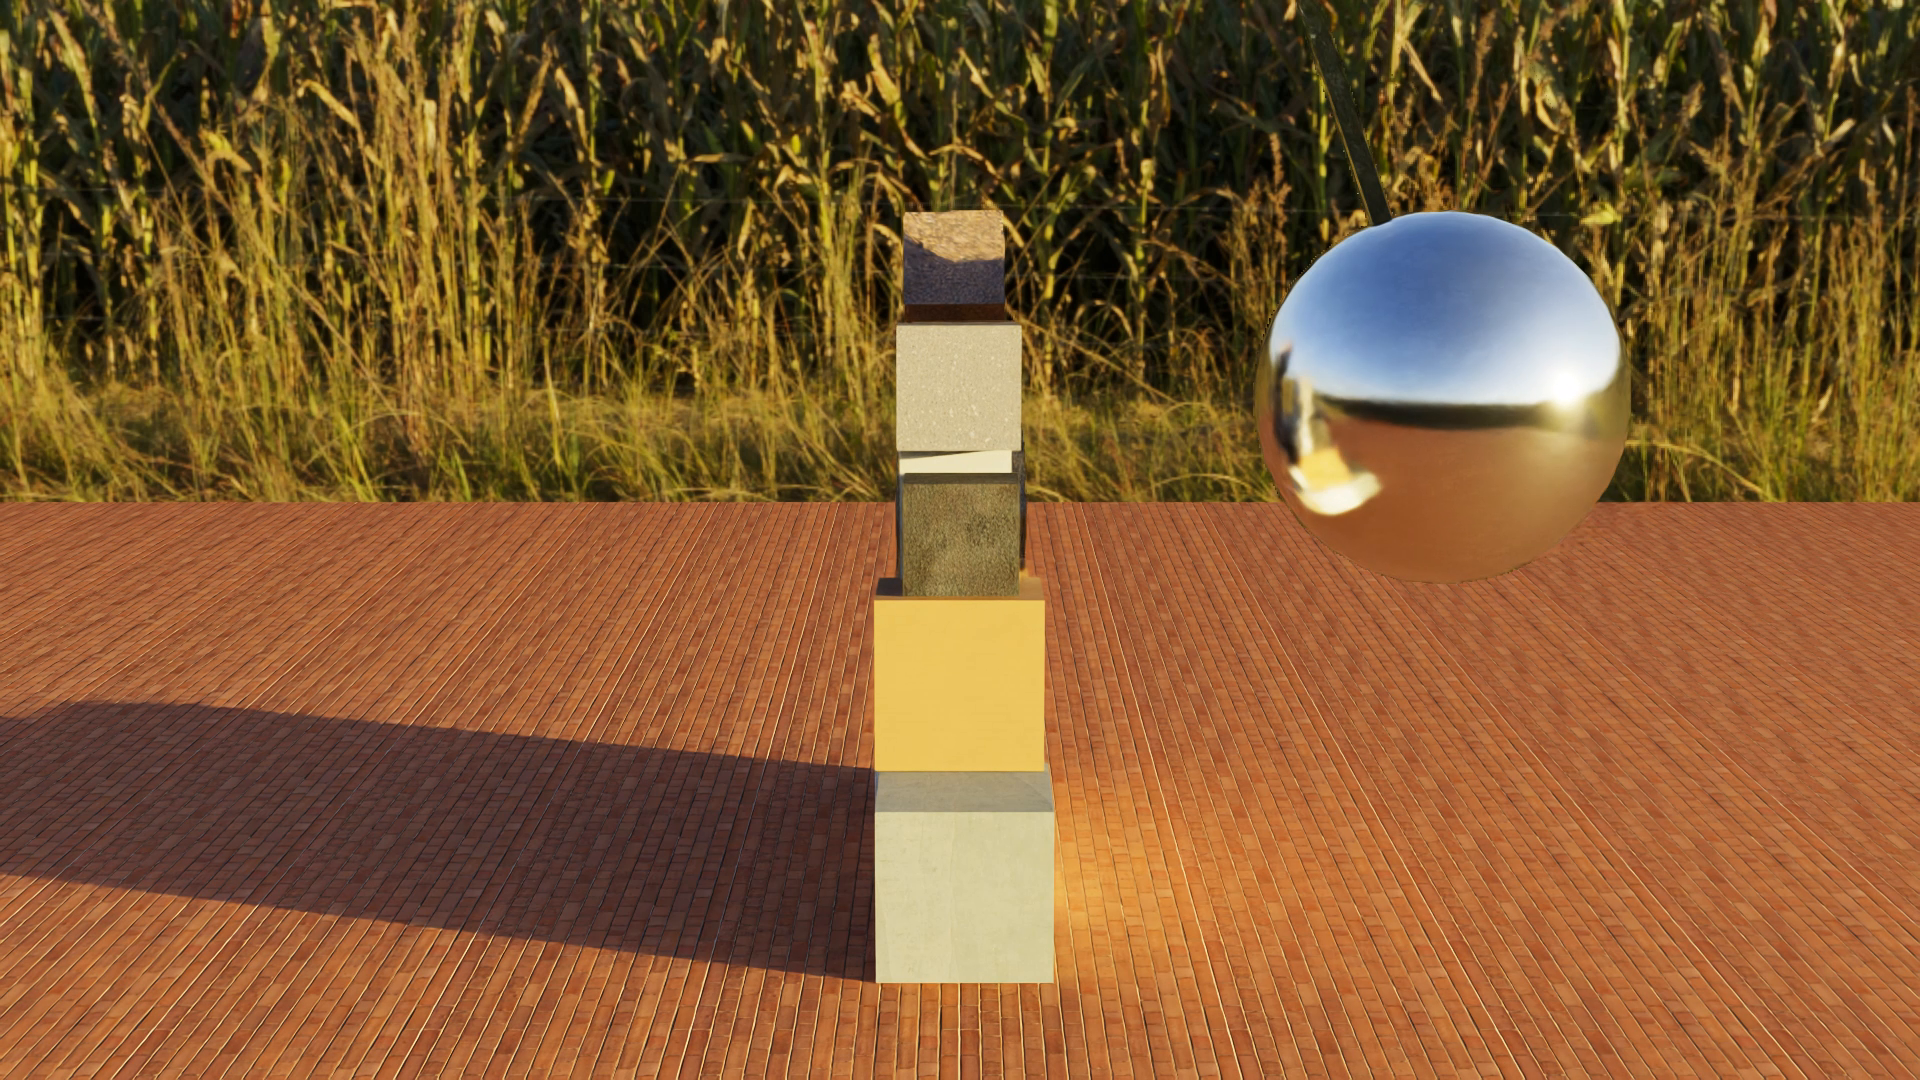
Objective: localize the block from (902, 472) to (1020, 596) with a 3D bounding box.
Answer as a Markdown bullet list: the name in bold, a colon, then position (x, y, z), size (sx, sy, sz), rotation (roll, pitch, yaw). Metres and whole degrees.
- **block**: position (0.004, -0.027, 10.673), size (0.476, 0.463, 0.436), rotation (0, 8, 0)

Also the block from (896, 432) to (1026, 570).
- **block**: position (0.003, -0.103, 11.912), size (0.588, 0.558, 0.581), rotation (0, 42, 0)

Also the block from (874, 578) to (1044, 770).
- **block**: position (-0.002, 0.552, 10.744), size (0.690, 0.704, 0.631), rotation (0, 8, 0)

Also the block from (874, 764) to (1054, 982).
- **block**: position (0.018, 1.328, 10.328), size (0.694, 0.692, 0.717), rotation (0, 10, 0)

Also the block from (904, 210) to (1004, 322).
- **block**: position (-0.024, -1.230, 11.898), size (0.457, 0.445, 0.475), rotation (-1, -14, 1)

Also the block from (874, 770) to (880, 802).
- **block**: position (-0.002, 1.208, 11.052), size (0.702, 0.669, 0.731), rotation (0, 10, 0)

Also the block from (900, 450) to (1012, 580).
- **block**: position (-0.018, -0.136, 11.144), size (0.474, 0.563, 0.484), rotation (0, 6, 0)

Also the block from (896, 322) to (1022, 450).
- **block**: position (-0.006, -0.657, 10.912), size (0.519, 0.521, 0.473), rotation (0, 6, -1)

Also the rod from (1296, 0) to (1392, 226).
- **rod**: position (0.899, -3.753, 10.498), size (0.080, 5.200, 0.080), rotation (-20, 10, 4)

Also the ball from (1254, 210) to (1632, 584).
- **ball**: position (2.074, -0.614, 11.069), size (1.600, 1.600, 1.600), rotation (0, 10, 0)

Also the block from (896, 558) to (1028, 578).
- **block**: position (0.010, 0.451, 11.374), size (0.576, 0.646, 0.633), rotation (0, 9, 0)
